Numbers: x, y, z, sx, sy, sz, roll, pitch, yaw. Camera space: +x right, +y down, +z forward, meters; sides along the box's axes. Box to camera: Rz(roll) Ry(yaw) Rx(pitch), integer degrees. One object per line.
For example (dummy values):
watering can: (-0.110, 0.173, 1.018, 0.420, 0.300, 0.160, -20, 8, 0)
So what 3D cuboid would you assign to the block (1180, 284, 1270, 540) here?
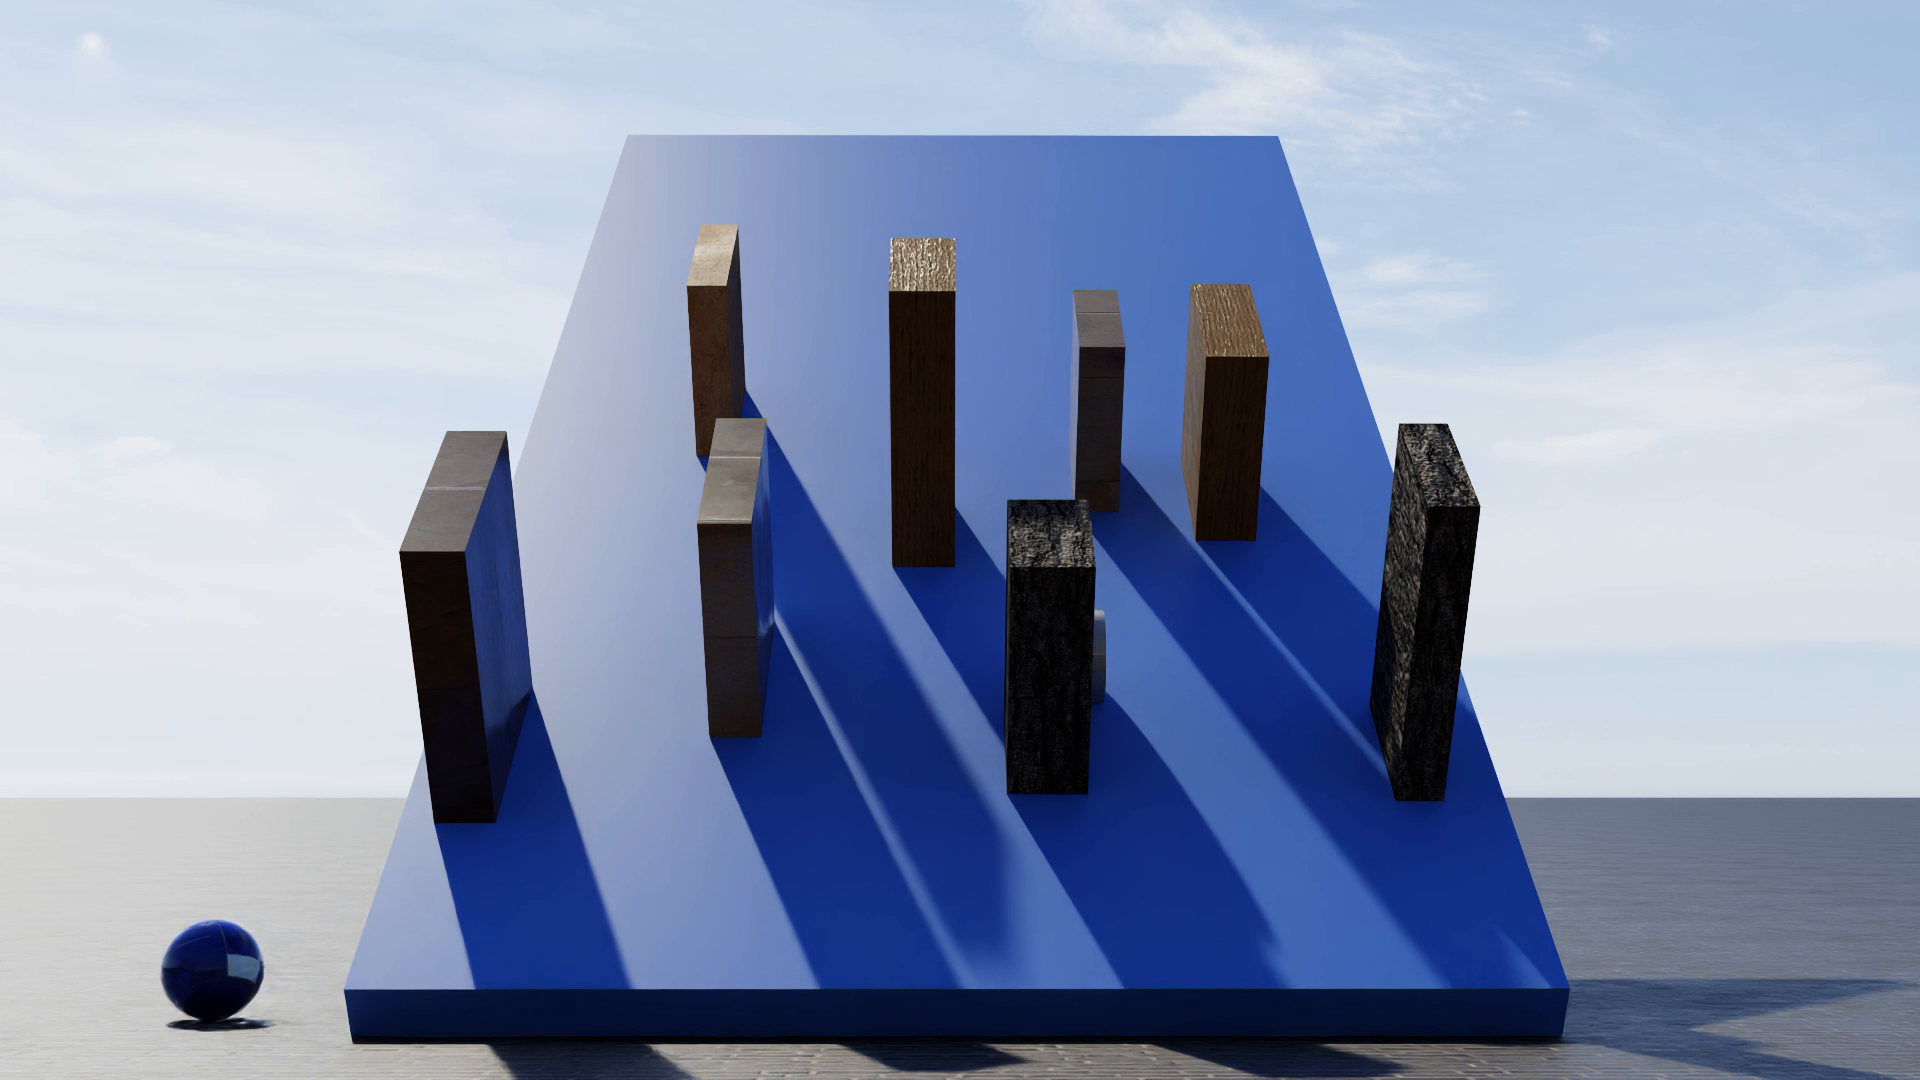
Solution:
block: (0.575, -0.281, 5.272, 0.131, 0.440, 0.372, 0, 30, 0)

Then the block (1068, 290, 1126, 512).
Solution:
block: (0.302, -0.311, 5.362, 0.098, 0.401, 0.300, 0, 30, 0)

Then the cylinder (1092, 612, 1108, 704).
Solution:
cylinder: (0.187, 0.224, 4.647, 0.177, 0.177, 0.177, 4, -6, -3)

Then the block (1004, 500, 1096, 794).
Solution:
block: (0.160, 0.196, 4.389, 0.148, 0.481, 0.243, 0, 30, 0)

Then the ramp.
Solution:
ramp: (-0.013, -0.213, 5.694, 2.000, 0.100, 4.000, 0, 30, 0)

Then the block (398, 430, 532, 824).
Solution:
block: (-0.888, 0.153, 4.375, 0.110, 0.562, 0.445, 0, 30, 0)

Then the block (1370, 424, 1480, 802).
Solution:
block: (0.837, 0.132, 4.372, 0.088, 0.612, 0.312, 0, 30, 0)

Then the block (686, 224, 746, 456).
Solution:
block: (-0.564, -0.467, 5.606, 0.088, 0.426, 0.353, 0, 30, 0)

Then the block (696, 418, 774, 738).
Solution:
block: (-0.426, 0.068, 4.627, 0.098, 0.463, 0.419, 0, 30, 0)

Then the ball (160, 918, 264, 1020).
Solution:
ball: (-1.322, 0.759, 4.263, 0.177, 0.177, 0.177, 0, -6, 0)

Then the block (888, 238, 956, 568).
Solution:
block: (-0.077, -0.287, 5.078, 0.133, 0.637, 0.272, 0, 30, 0)
